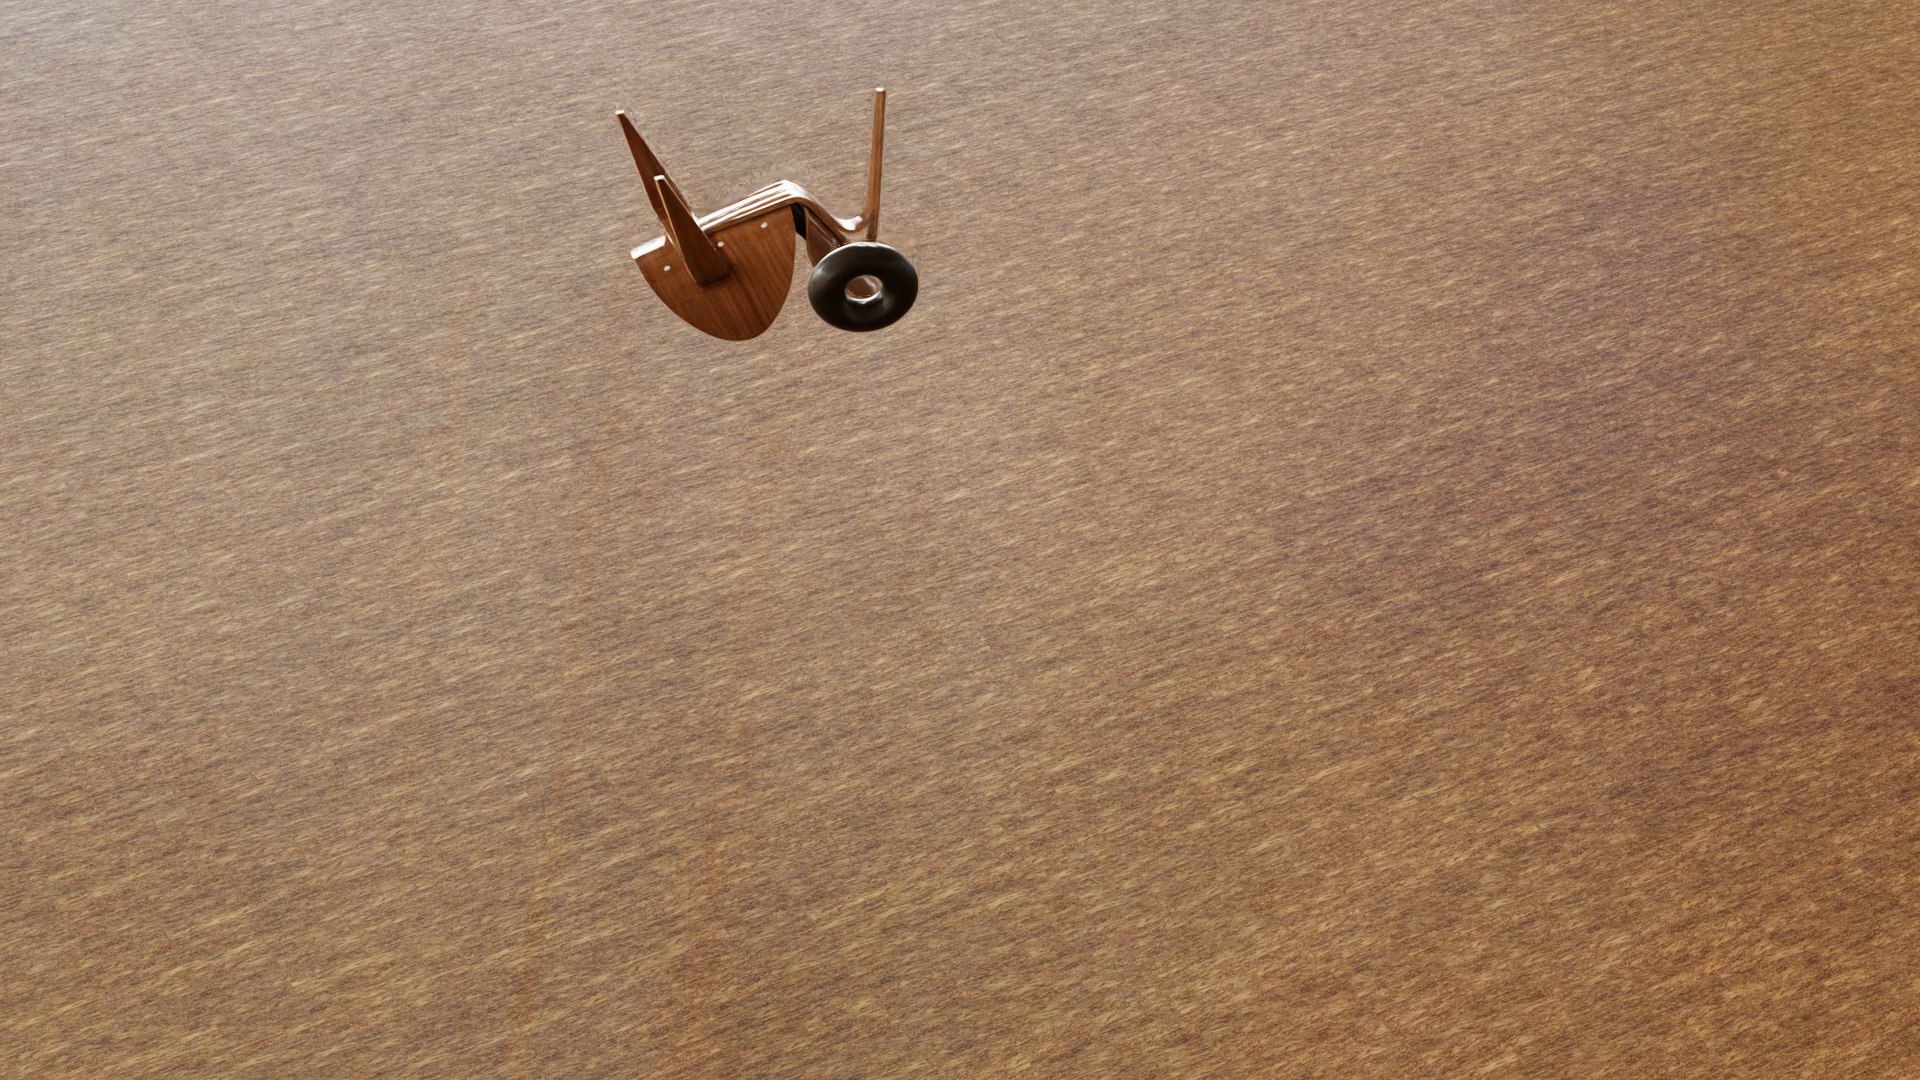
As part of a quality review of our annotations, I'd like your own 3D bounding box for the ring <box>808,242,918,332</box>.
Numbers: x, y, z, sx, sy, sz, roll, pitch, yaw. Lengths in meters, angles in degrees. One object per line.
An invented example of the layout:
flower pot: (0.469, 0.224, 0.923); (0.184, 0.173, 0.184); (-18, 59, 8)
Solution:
ring: (-0.262, -0.686, 7.968); (0.306, 0.268, 0.091); (-1, 35, -13)
